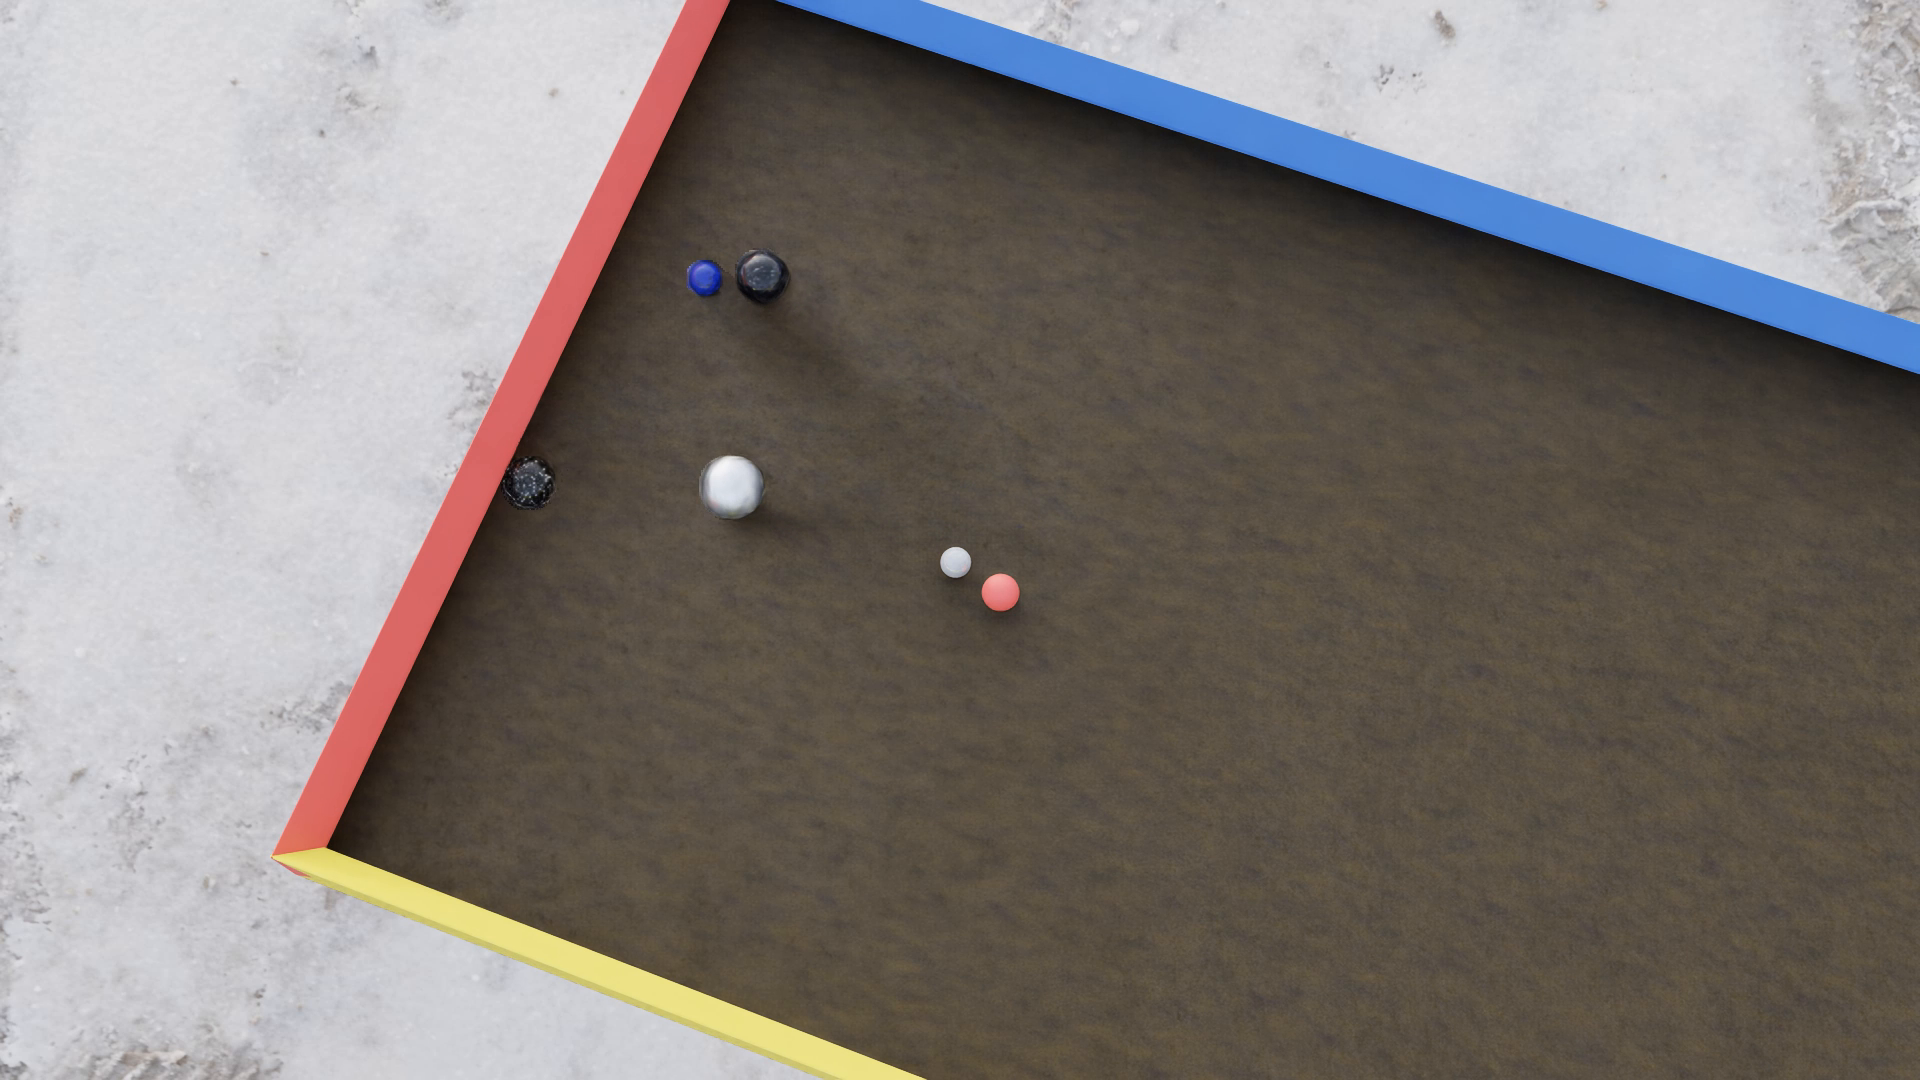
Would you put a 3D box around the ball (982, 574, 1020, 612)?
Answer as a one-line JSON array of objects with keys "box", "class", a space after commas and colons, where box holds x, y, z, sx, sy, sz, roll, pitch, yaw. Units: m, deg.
[{"box": [0.063, 0.081, 3.408, 0.059, 0.059, 0.059, 0, 71, 0], "class": "ball"}]

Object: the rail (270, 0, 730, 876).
[{"box": [-0.678, -0.251, 3.486, 0.045, 0.130, 1.670, 20, 72, 7], "class": "rail"}]

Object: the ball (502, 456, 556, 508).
[{"box": [-0.677, -0.090, 3.456, 0.083, 0.083, 0.083, 0, 71, 0], "class": "ball"}]

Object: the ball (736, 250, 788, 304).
[{"box": [-0.321, -0.428, 3.574, 0.085, 0.085, 0.085, 0, 71, 0], "class": "ball"}]

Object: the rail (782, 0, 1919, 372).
[{"box": [0.986, -0.478, 3.567, 2.993, 0.130, 0.045, 20, 72, 7], "class": "rail"}]

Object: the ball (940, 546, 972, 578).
[{"box": [-0.007, 0.035, 3.430, 0.048, 0.048, 0.048, 0, 71, 0], "class": "ball"}]

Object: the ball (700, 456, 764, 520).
[{"box": [-0.356, -0.083, 3.444, 0.100, 0.100, 0.100, 0, 71, 0], "class": "ball"}]

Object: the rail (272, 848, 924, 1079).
[{"box": [0.415, 0.954, 3.060, 2.993, 0.130, 0.045, 20, 72, 7], "class": "rail"}]

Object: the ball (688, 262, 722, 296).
[{"box": [-0.416, -0.427, 3.589, 0.055, 0.055, 0.055, 0, 71, 0], "class": "ball"}]
